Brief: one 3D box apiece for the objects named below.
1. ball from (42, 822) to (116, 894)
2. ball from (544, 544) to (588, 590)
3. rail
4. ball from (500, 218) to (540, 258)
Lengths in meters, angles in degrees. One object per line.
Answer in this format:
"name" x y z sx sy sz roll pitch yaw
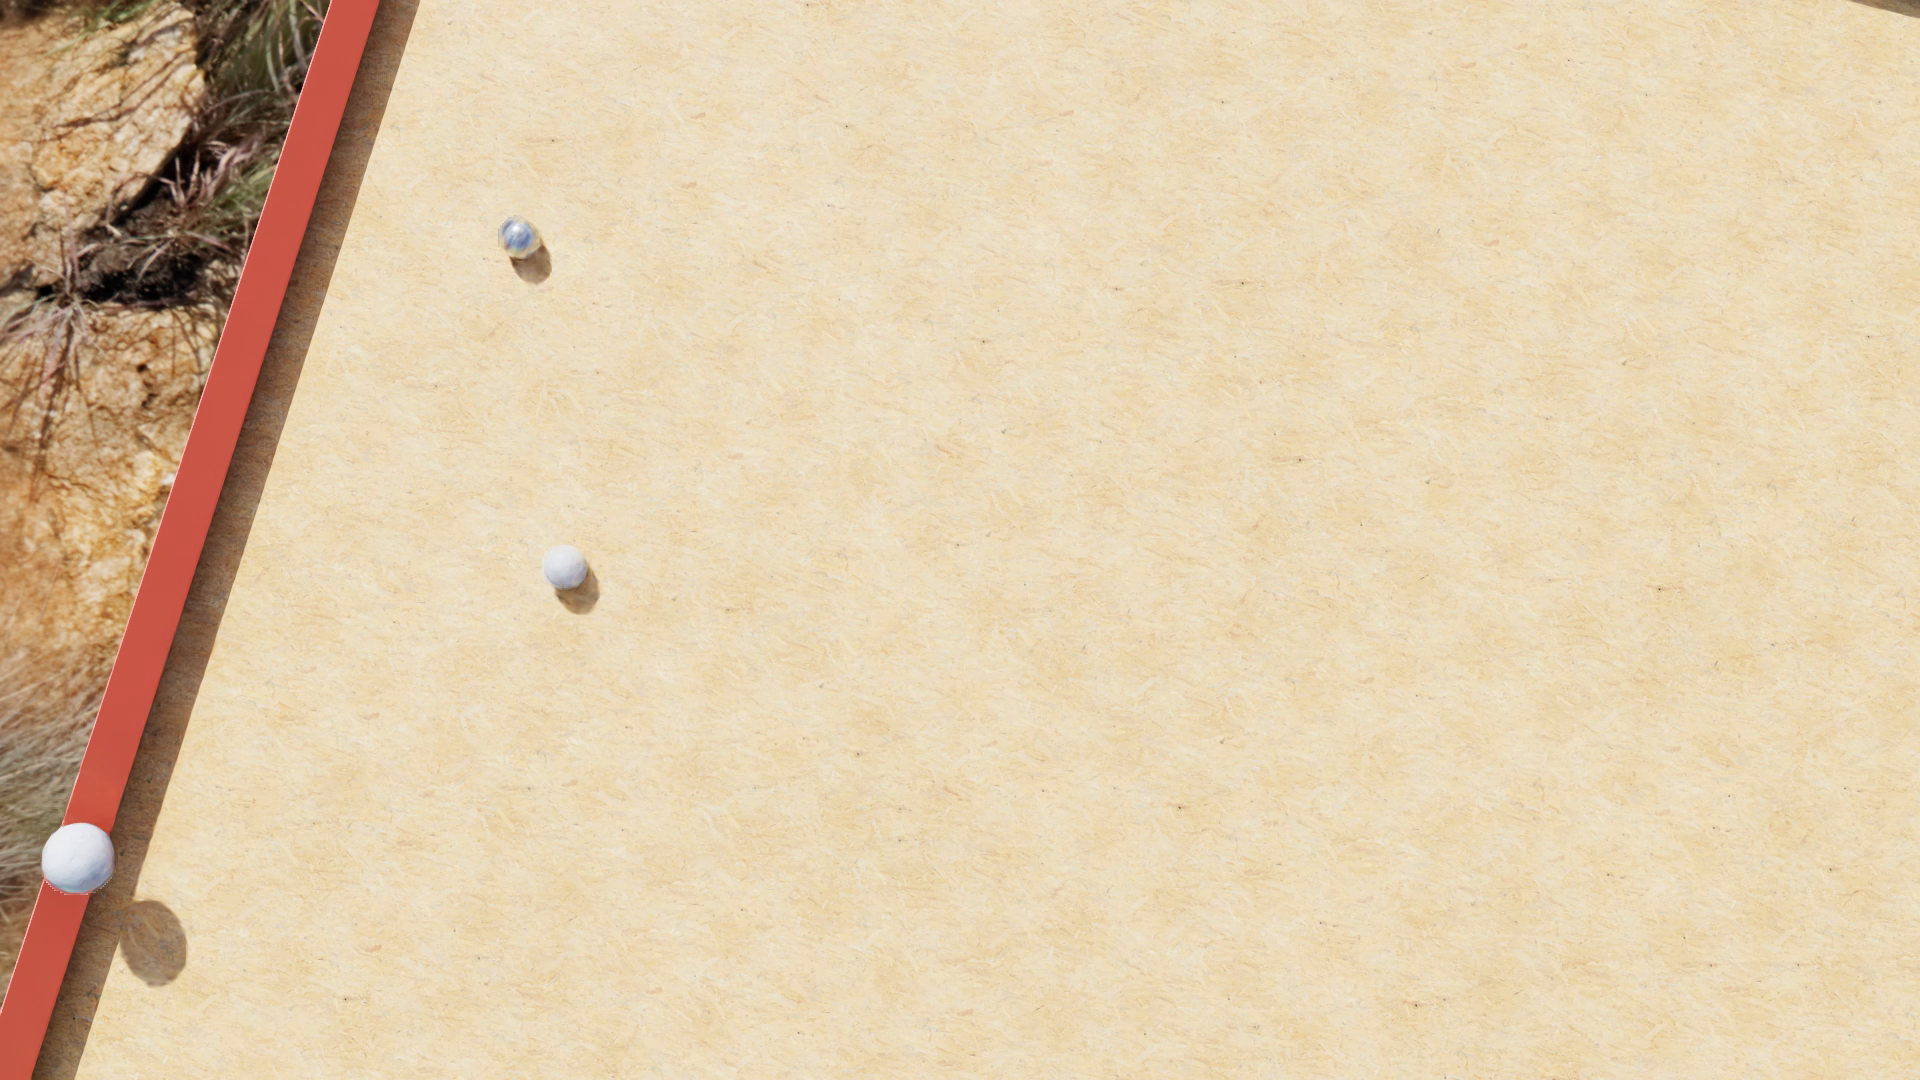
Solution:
"ball" -1.237 0.446 3.087 0.098 0.098 0.098 0 82 0
"ball" -0.586 0.040 3.265 0.066 0.066 0.066 0 82 0
"rail" -1.058 -0.287 3.282 0.045 0.127 2.558 15 82 2
"ball" -0.668 -0.459 3.341 0.062 0.062 0.062 0 82 0
